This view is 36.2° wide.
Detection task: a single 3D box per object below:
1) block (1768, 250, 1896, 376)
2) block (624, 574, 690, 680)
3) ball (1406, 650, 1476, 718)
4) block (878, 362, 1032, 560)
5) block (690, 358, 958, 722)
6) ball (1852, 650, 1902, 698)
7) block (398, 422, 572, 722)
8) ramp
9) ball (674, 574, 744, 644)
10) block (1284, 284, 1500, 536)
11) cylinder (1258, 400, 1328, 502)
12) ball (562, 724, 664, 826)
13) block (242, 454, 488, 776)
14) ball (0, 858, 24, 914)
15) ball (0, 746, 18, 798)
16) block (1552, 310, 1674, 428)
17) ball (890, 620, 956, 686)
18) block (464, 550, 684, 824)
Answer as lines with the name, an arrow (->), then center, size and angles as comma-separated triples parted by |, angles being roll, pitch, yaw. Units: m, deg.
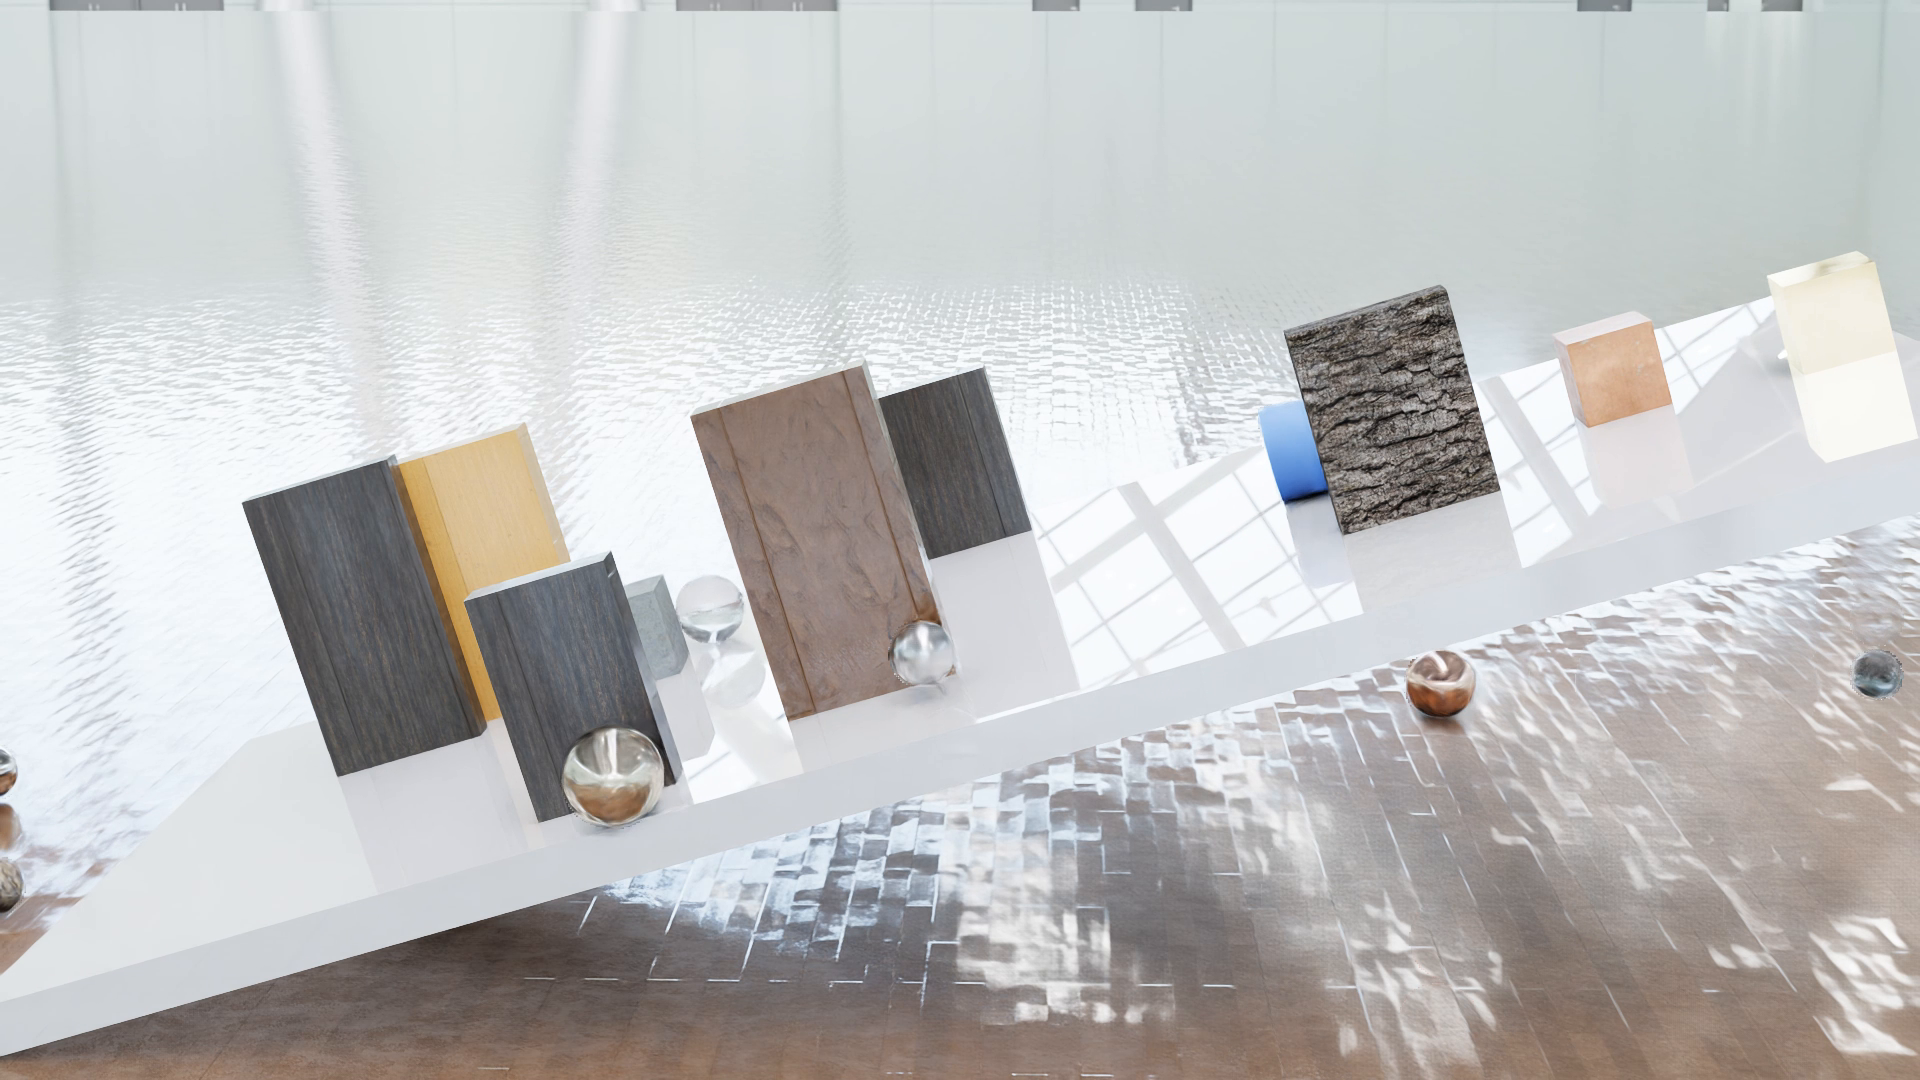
block -> 1.830, -0.478, 6.182 | 0.192, 0.192, 0.192 | -15, 10, 9
block -> -0.751, 0.216, 6.701 | 0.199, 0.199, 0.199 | -16, 10, 4
ball -> 1.316, 0.393, 8.055 | 0.187, 0.187, 0.187 | 0, 11, 0
block -> -0.098, -0.163, 7.065 | 0.445, 0.410, 0.091 | -16, 10, 5
block -> -0.263, 0.000, 5.793 | 0.350, 0.636, 0.116 | -16, 10, 5
ball -> 2.211, 0.325, 7.100 | 0.115, 0.115, 0.115 | 0, 11, 0
block -> -1.120, 0.095, 6.746 | 0.443, 0.624, 0.124 | -16, 10, 5
ramp -> 0.093, 0.186, 6.317 | 4.000, 0.100, 2.000 | -16, 10, 5
ball -> -0.581, 0.160, 6.830 | 0.162, 0.162, 0.162 | 0, 11, 0
block -> 0.872, -0.262, 5.942 | 0.329, 0.423, 0.099 | -16, 10, 5
cylinder -> 0.783, -0.211, 6.434 | 0.208, 0.208, 0.208 | -15, 8, 11
ball -> -0.633, 0.430, 5.373 | 0.186, 0.186, 0.186 | 0, 11, 0
block -> -1.333, 0.171, 6.600 | 0.344, 0.656, 0.082 | -16, 10, 5
ball -> -2.086, 0.747, 6.353 | 0.122, 0.122, 0.122 | 0, 11, 0
ball -> -2.396, 0.573, 7.253 | 0.139, 0.139, 0.139 | 0, 11, 0
block -> 1.401, -0.369, 6.324 | 0.185, 0.185, 0.185 | -16, 10, 5
ball -> -0.071, 0.216, 5.621 | 0.124, 0.124, 0.124 | 0, 11, 0
block -> -0.733, 0.279, 5.600 | 0.277, 0.450, 0.104 | -16, 10, 5
